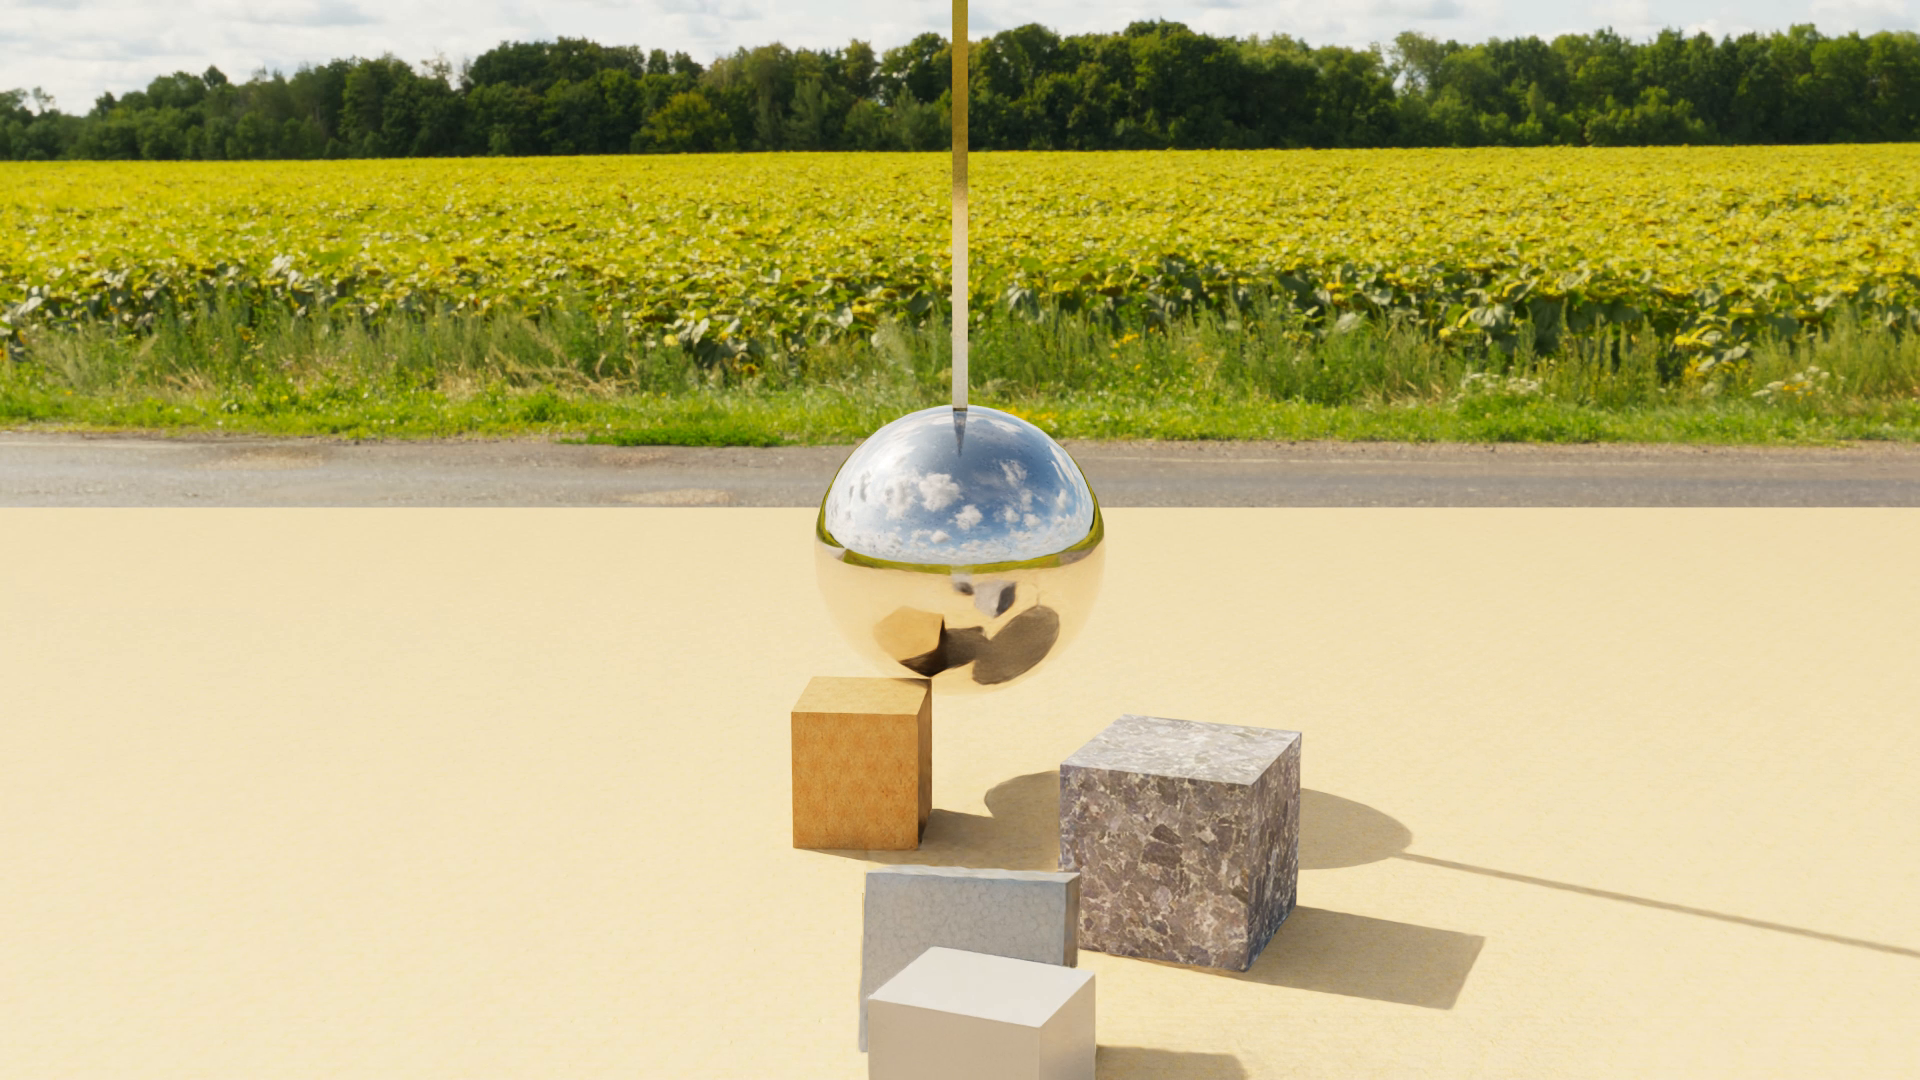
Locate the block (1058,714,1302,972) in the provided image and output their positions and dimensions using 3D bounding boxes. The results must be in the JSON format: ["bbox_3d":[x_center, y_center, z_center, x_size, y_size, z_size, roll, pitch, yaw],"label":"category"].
[{"bbox_3d":[1.000,1.335,9.896,0.853,0.832,0.919,4,11,22],"label":"block"}]

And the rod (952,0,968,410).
[{"bbox_3d":[0.000,-3.175,10.955,0.080,5.200,0.080,0,18,0],"label":"rod"}]

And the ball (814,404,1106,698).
[{"bbox_3d":[0.000,0.060,12.004,1.600,1.600,1.600,0,10,0],"label":"ball"}]

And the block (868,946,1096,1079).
[{"bbox_3d":[0.080,1.845,7.611,0.624,0.646,0.535,5,11,23],"label":"block"}]

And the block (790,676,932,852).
[{"bbox_3d":[-0.495,1.140,11.321,0.631,0.707,0.739,1,10,5],"label":"block"}]

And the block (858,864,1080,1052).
[{"bbox_3d":[0.051,1.604,8.417,0.745,0.655,0.701,2,-6,8],"label":"block"}]
